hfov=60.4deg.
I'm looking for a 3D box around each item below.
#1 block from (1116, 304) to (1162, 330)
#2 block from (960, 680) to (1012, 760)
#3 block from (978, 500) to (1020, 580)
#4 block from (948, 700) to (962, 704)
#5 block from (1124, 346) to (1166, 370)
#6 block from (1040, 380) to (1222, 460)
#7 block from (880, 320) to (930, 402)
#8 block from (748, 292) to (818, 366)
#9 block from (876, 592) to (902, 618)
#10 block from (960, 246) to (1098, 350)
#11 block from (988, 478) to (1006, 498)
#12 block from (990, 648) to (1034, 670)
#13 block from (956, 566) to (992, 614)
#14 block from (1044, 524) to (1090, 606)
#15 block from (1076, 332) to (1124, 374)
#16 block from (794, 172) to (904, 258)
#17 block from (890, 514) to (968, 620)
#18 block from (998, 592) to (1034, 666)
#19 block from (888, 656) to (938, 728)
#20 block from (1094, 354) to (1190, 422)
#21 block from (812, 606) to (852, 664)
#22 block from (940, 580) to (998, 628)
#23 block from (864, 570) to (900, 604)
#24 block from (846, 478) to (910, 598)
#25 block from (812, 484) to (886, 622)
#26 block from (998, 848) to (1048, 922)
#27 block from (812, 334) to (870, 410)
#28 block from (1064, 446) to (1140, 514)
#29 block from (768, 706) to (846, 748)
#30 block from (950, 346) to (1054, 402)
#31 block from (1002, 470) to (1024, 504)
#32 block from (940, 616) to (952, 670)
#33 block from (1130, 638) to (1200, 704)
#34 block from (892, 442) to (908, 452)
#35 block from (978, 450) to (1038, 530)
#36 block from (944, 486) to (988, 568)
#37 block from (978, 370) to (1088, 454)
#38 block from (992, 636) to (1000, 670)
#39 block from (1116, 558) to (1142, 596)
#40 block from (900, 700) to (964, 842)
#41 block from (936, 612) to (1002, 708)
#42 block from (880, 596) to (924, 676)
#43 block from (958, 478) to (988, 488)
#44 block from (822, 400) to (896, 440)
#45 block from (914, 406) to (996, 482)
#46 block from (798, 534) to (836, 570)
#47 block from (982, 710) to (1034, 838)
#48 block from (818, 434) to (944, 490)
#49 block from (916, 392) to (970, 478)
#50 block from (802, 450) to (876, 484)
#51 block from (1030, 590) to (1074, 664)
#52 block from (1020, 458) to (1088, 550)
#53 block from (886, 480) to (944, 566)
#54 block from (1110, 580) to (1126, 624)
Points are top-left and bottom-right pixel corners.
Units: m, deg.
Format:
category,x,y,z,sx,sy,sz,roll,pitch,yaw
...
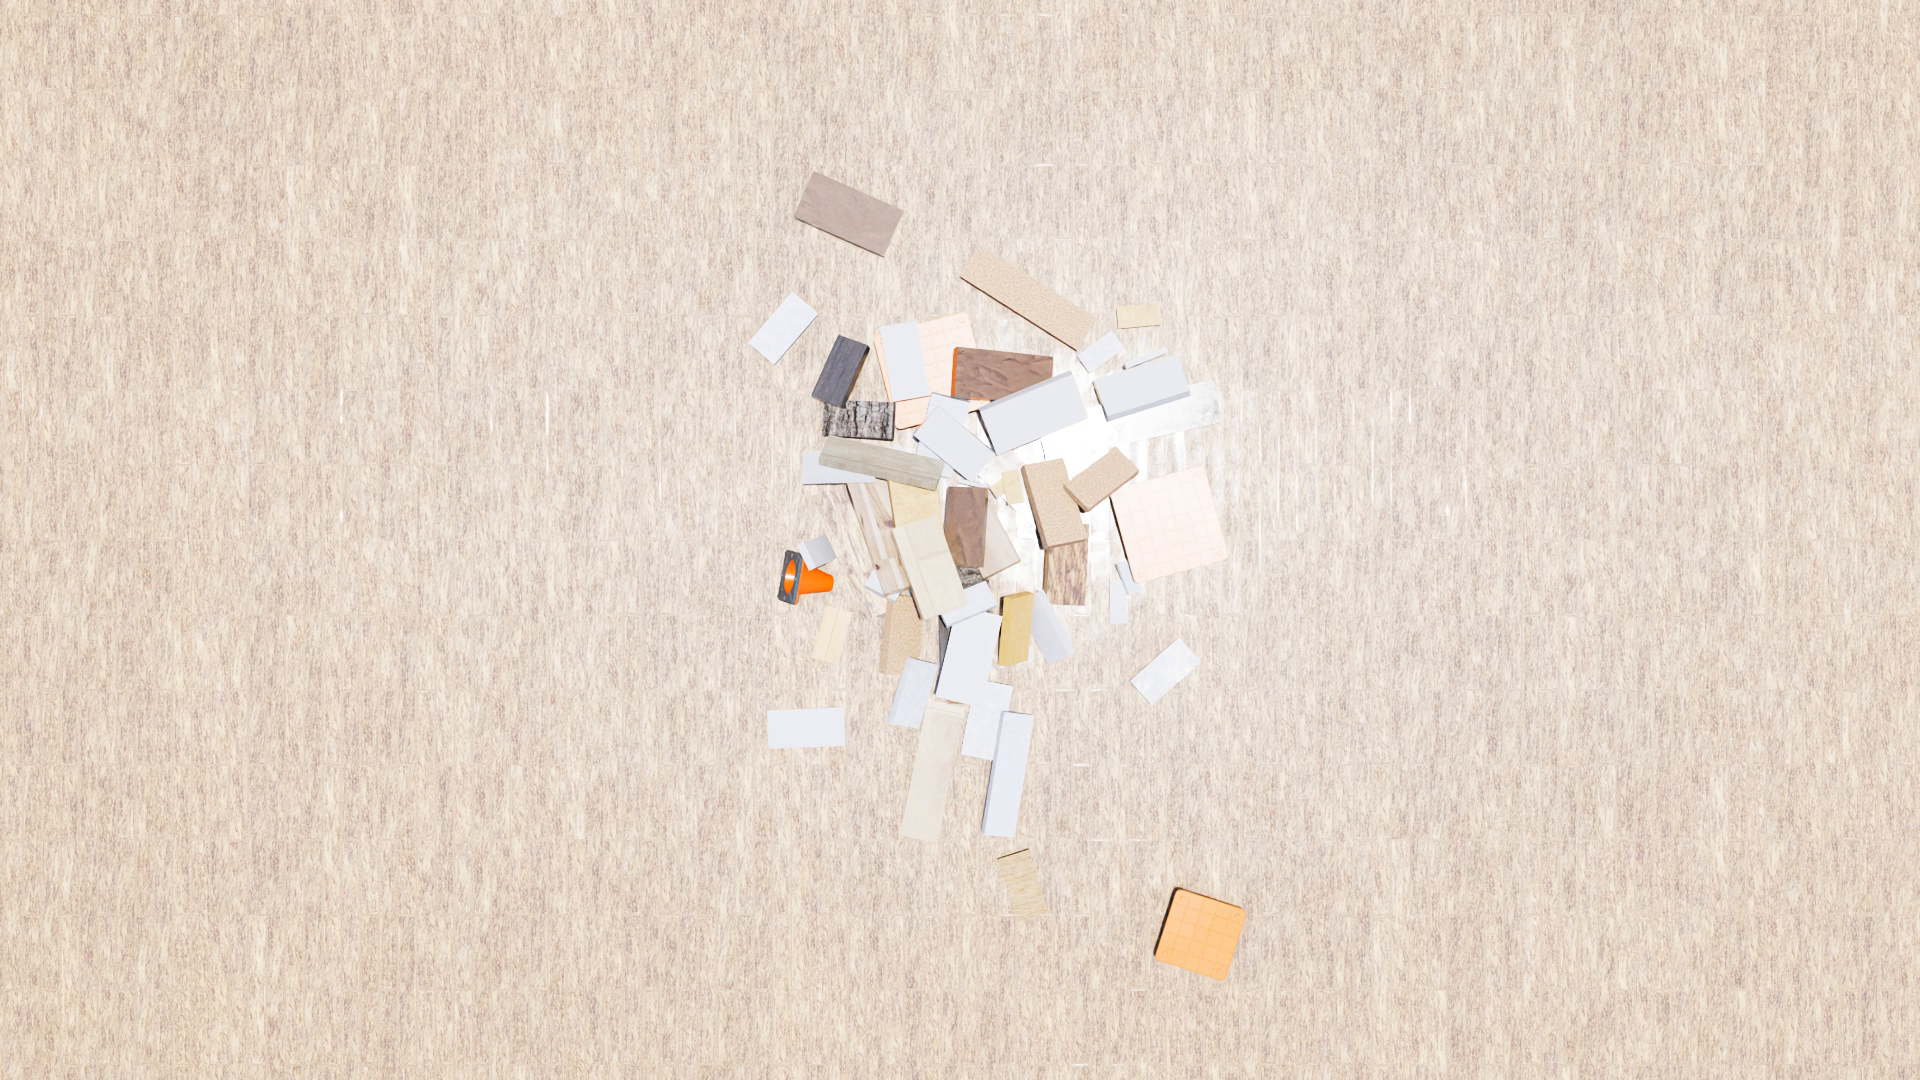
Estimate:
category,x,y,z,sx,sy,sz,roll,pitch,yaw
block,0.595,-0.745,5.490,0.143,0.020,0.072,-5,90,0
block,0.089,0.597,5.482,0.127,0.036,0.254,11,90,0
block,0.077,-0.019,5.432,0.136,0.039,0.273,-27,77,-5
block,0.009,0.453,5.456,0.088,0.025,0.175,0,70,3
block,0.613,-0.600,5.464,0.143,0.072,0.020,-22,88,0
block,0.562,-0.395,5.480,0.597,0.040,0.143,-13,90,0
block,-0.180,-0.586,5.420,0.124,0.035,0.247,-10,92,2
block,-0.586,-0.703,5.484,0.112,0.032,0.224,41,90,0
block,-0.236,0.063,5.483,0.120,0.034,0.393,9,90,0
block,0.227,-0.805,5.482,0.461,0.035,0.124,32,90,0
block,0.149,-0.183,5.455,0.095,0.014,0.048,-35,90,0
block,0.149,0.377,5.488,0.176,0.025,0.088,-14,90,0
block,0.016,0.116,5.442,0.151,0.043,0.302,-7,76,0
block,0.352,0.078,5.462,0.136,0.039,0.273,3,90,-16
block,0.468,-0.625,5.490,0.143,0.020,0.072,-36,90,0
block,-0.368,-1.082,5.477,0.325,0.046,0.162,24,90,0
block,-0.098,0.089,5.292,0.153,0.043,0.307,-19,86,-13
block,0.184,0.291,5.394,0.033,0.116,0.231,16,108,38
block,-0.155,0.505,5.453,0.111,0.031,0.222,17,90,-39
block,0.600,-0.503,5.448,0.285,0.040,0.143,-17,67,-2
block,-0.424,0.316,5.487,0.090,0.026,0.180,15,90,0
block,0.020,0.208,5.334,0.180,0.026,0.090,-22,70,-14
block,-0.211,0.086,5.408,0.111,0.031,0.222,27,69,4
block,-0.238,-0.024,5.401,0.153,0.043,0.403,-17,73,-12
block,-0.355,0.042,5.450,0.111,0.031,0.444,-21,90,0
block,0.209,1.147,5.485,0.108,0.031,0.217,-18,90,0
block,-0.395,-0.557,5.457,0.112,0.032,0.224,21,84,17
block,0.467,-0.199,5.430,0.231,0.033,0.116,-37,71,-19
block,-0.509,0.623,5.482,0.254,0.036,0.127,-2,90,0
block,0.140,-0.536,5.427,0.331,0.046,0.162,4,87,-17
block,0.175,-0.175,5.440,0.055,0.016,0.110,-11,90,0
block,0.010,0.317,5.439,0.151,0.043,0.302,-3,76,2
block,0.682,0.436,5.485,0.217,0.031,0.108,-42,90,0
block,-0.221,-0.273,5.493,0.048,0.014,0.095,35,90,0
block,0.206,-0.173,5.481,0.273,0.039,0.136,43,90,0
block,0.019,-0.043,5.394,0.130,0.037,0.261,2,84,16
block,0.241,-0.417,5.406,0.325,0.046,0.162,-22,114,0
block,0.087,0.338,5.464,0.175,0.025,0.088,42,82,12
block,0.562,0.123,5.482,0.055,0.016,0.110,-20,90,-24
block,-0.091,0.768,5.482,0.127,0.036,0.454,12,90,0
block,0.030,0.378,5.360,0.151,0.043,0.302,13,89,1
block,-0.190,0.314,5.444,0.131,0.037,0.261,6,90,-39
block,0.042,-0.188,5.476,0.095,0.048,0.014,12,94,0
block,-0.334,-0.399,5.454,0.240,0.034,0.120,4,90,14
block,-0.018,-0.316,5.413,0.247,0.035,0.124,39,102,-12
block,-0.468,0.040,5.411,0.026,0.180,0.090,-26,90,21
block,0.158,0.775,5.463,0.108,0.031,0.410,9,91,-22
block,-0.256,-0.254,5.407,0.398,0.032,0.112,13,48,7
block,-0.062,-0.347,5.441,0.130,0.037,0.261,13,106,-5
block,-0.398,-0.243,5.444,0.240,0.034,0.120,-1,47,1
block,0.282,0.288,5.445,0.033,0.116,0.231,-27,90,-39
block,0.308,-0.121,5.424,0.143,0.040,0.285,-11,77,-20
block,-0.141,-0.073,5.384,0.153,0.043,0.307,-5,71,-11
block,0.526,0.206,5.492,0.055,0.016,0.144,-1,90,0
